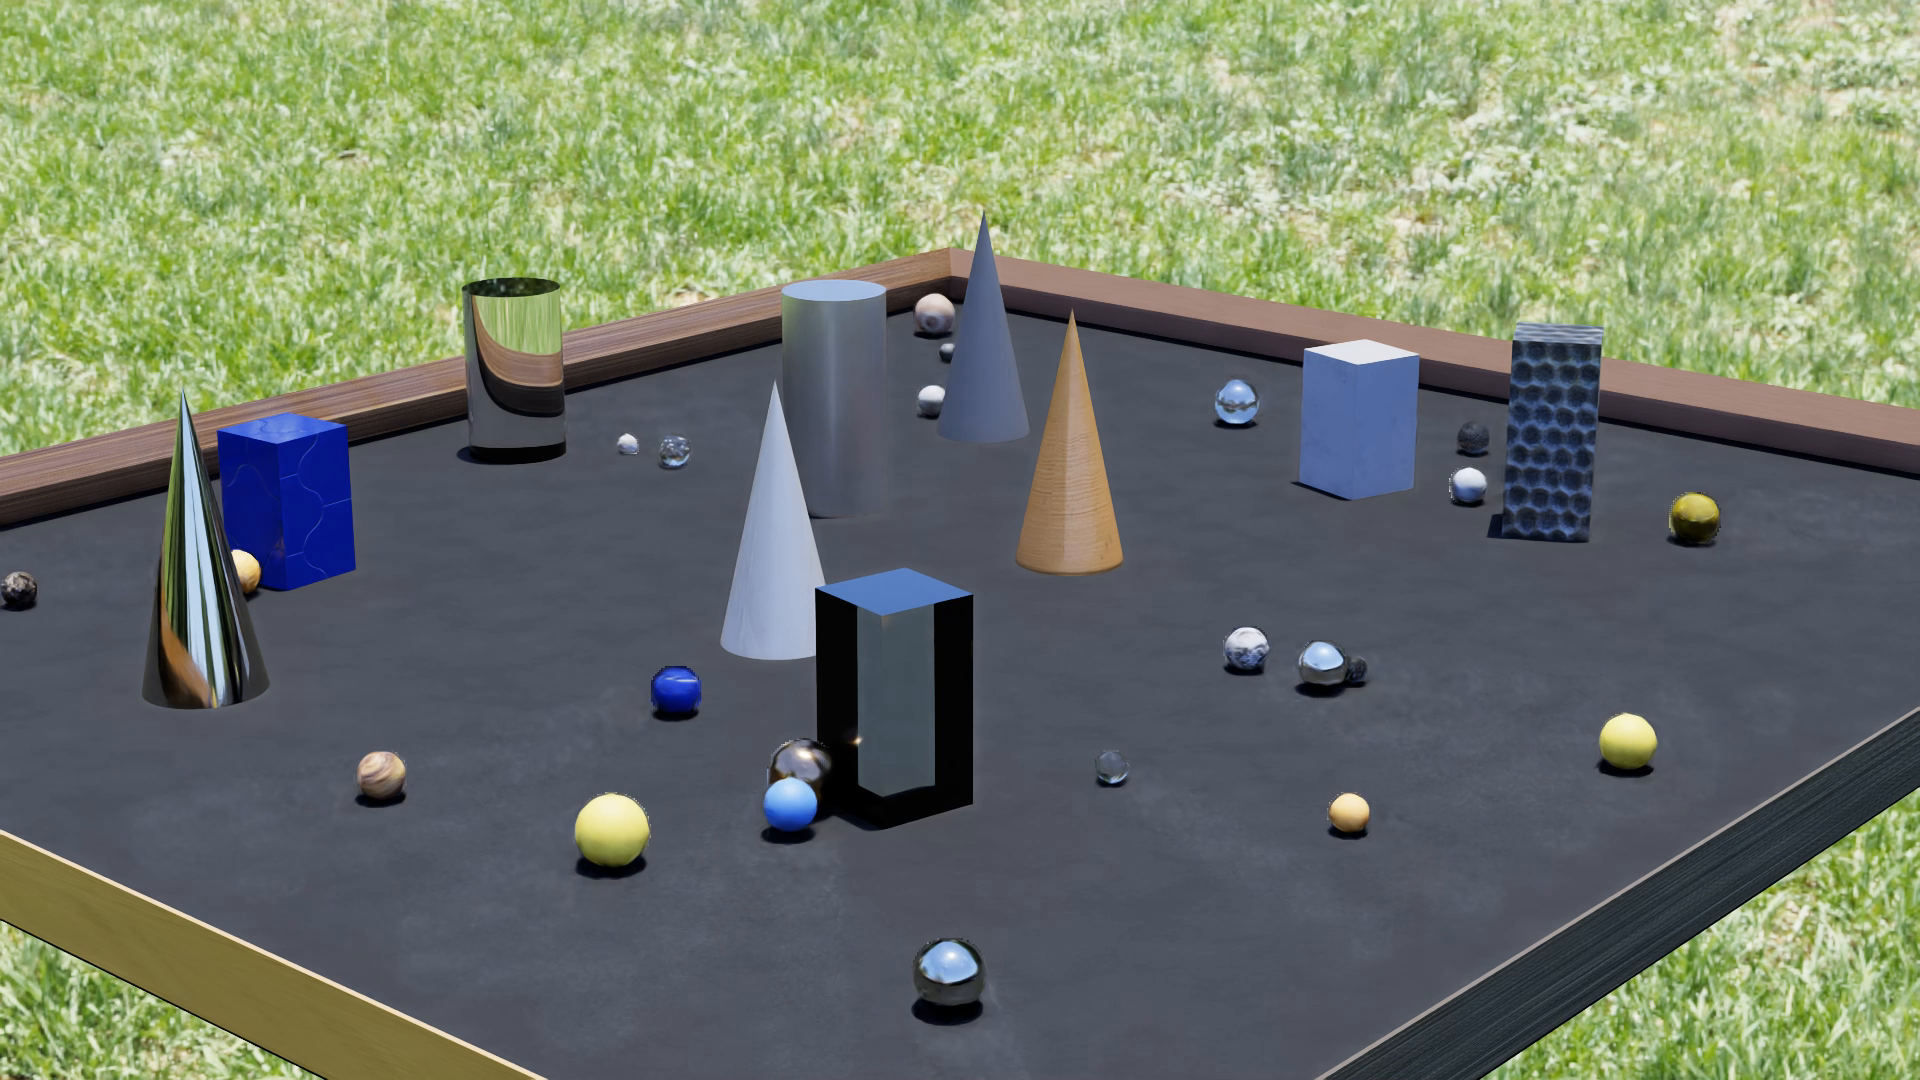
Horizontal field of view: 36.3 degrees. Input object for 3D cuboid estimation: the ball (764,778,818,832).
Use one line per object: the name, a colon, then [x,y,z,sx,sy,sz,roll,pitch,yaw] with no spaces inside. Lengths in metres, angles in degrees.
ball: [-0.236,0.369,4.080,0.076,0.076,0.076,0,17,0]

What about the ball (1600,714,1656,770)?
ball: [0.985,0.298,4.325,0.082,0.082,0.082,0,17,0]

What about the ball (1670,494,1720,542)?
ball: [1.363,-0.042,5.439,0.089,0.089,0.089,0,17,0]

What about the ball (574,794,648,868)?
ball: [-0.472,0.394,3.973,0.100,0.100,0.100,0,17,0]

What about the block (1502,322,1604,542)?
block: [1.108,-0.203,5.478,0.159,0.376,0.159,4,17,13]

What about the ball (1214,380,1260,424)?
ball: [0.592,-0.294,6.267,0.095,0.095,0.095,0,17,0]

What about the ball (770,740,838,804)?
ball: [-0.222,0.332,4.157,0.097,0.097,0.097,0,17,0]

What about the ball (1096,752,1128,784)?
ball: [0.222,0.331,4.275,0.046,0.046,0.046,0,17,0]

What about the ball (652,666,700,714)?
ball: [-0.440,0.234,4.552,0.074,0.074,0.074,0,17,0]

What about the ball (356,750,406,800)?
ball: [-0.831,0.338,4.211,0.070,0.070,0.070,0,17,0]

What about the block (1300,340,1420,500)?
block: [0.786,-0.239,5.777,0.159,0.271,0.159,-11,20,-32]

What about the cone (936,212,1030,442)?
cone: [0.050,-0.460,6.155,0.199,0.477,0.199,0,17,0]

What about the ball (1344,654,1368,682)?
ball: [0.629,0.206,4.687,0.045,0.045,0.045,0,17,0]

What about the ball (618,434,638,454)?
ball: [-0.684,-0.197,6.040,0.041,0.041,0.041,0,17,0]

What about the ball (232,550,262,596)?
ball: [-1.263,0.058,5.121,0.081,0.081,0.081,0,17,0]

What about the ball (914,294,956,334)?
ball: [-0.061,-0.546,7.097,0.099,0.099,0.099,0,17,0]

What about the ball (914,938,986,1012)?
ball: [-0.012,0.527,3.550,0.089,0.089,0.089,0,17,0]

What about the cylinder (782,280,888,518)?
cylinder: [-0.240,-0.272,5.628,0.199,0.422,0.199,0,17,0]

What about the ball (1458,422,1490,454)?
ball: [1.059,-0.212,6.043,0.066,0.066,0.066,0,17,0]

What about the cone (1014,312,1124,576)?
cone: [0.199,-0.189,5.270,0.199,0.468,0.199,0,17,0]

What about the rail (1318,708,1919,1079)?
rail: [1.231,0.341,4.097,0.045,0.129,3.728,14,22,39]

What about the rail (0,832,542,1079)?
rail: [-1.206,0.433,3.789,3.307,0.129,0.045,14,22,39]

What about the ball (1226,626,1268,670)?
ball: [0.465,0.176,4.751,0.070,0.070,0.070,0,17,0]

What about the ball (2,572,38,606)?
ball: [-1.626,0.085,5.069,0.060,0.060,0.060,0,17,0]

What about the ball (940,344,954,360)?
ball: [-0.028,-0.438,6.838,0.042,0.042,0.042,0,17,0]

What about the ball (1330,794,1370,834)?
ball: [0.544,0.382,4.093,0.055,0.055,0.055,0,17,0]

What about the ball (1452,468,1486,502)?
ball: [0.988,-0.106,5.690,0.068,0.068,0.068,0,17,0]

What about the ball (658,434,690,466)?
ball: [-0.579,-0.182,5.948,0.065,0.065,0.065,0,17,0]

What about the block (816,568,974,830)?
block: [-0.093,0.223,4.168,0.159,0.316,0.159,-13,21,-36]

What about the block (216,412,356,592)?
block: [-1.199,-0.070,5.224,0.159,0.268,0.159,12,21,35]

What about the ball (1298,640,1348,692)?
ball: [0.576,0.200,4.654,0.080,0.080,0.080,0,17,0]

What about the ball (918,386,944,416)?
ball: [-0.059,-0.302,6.345,0.066,0.066,0.066,0,17,0]

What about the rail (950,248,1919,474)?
rail: [1.206,-0.368,6.450,3.307,0.129,0.045,14,22,39]

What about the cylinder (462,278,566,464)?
cylinder: [-0.913,-0.348,6.011,0.199,0.346,0.199,0,17,0]

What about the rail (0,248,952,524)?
rail: [-1.231,-0.276,6.143,0.045,0.129,3.728,14,22,39]

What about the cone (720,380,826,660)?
cone: [-0.301,-0.047,4.833,0.199,0.449,0.199,0,17,0]

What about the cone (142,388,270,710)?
cone: [-1.201,-0.002,4.601,0.199,0.496,0.199,0,17,0]
